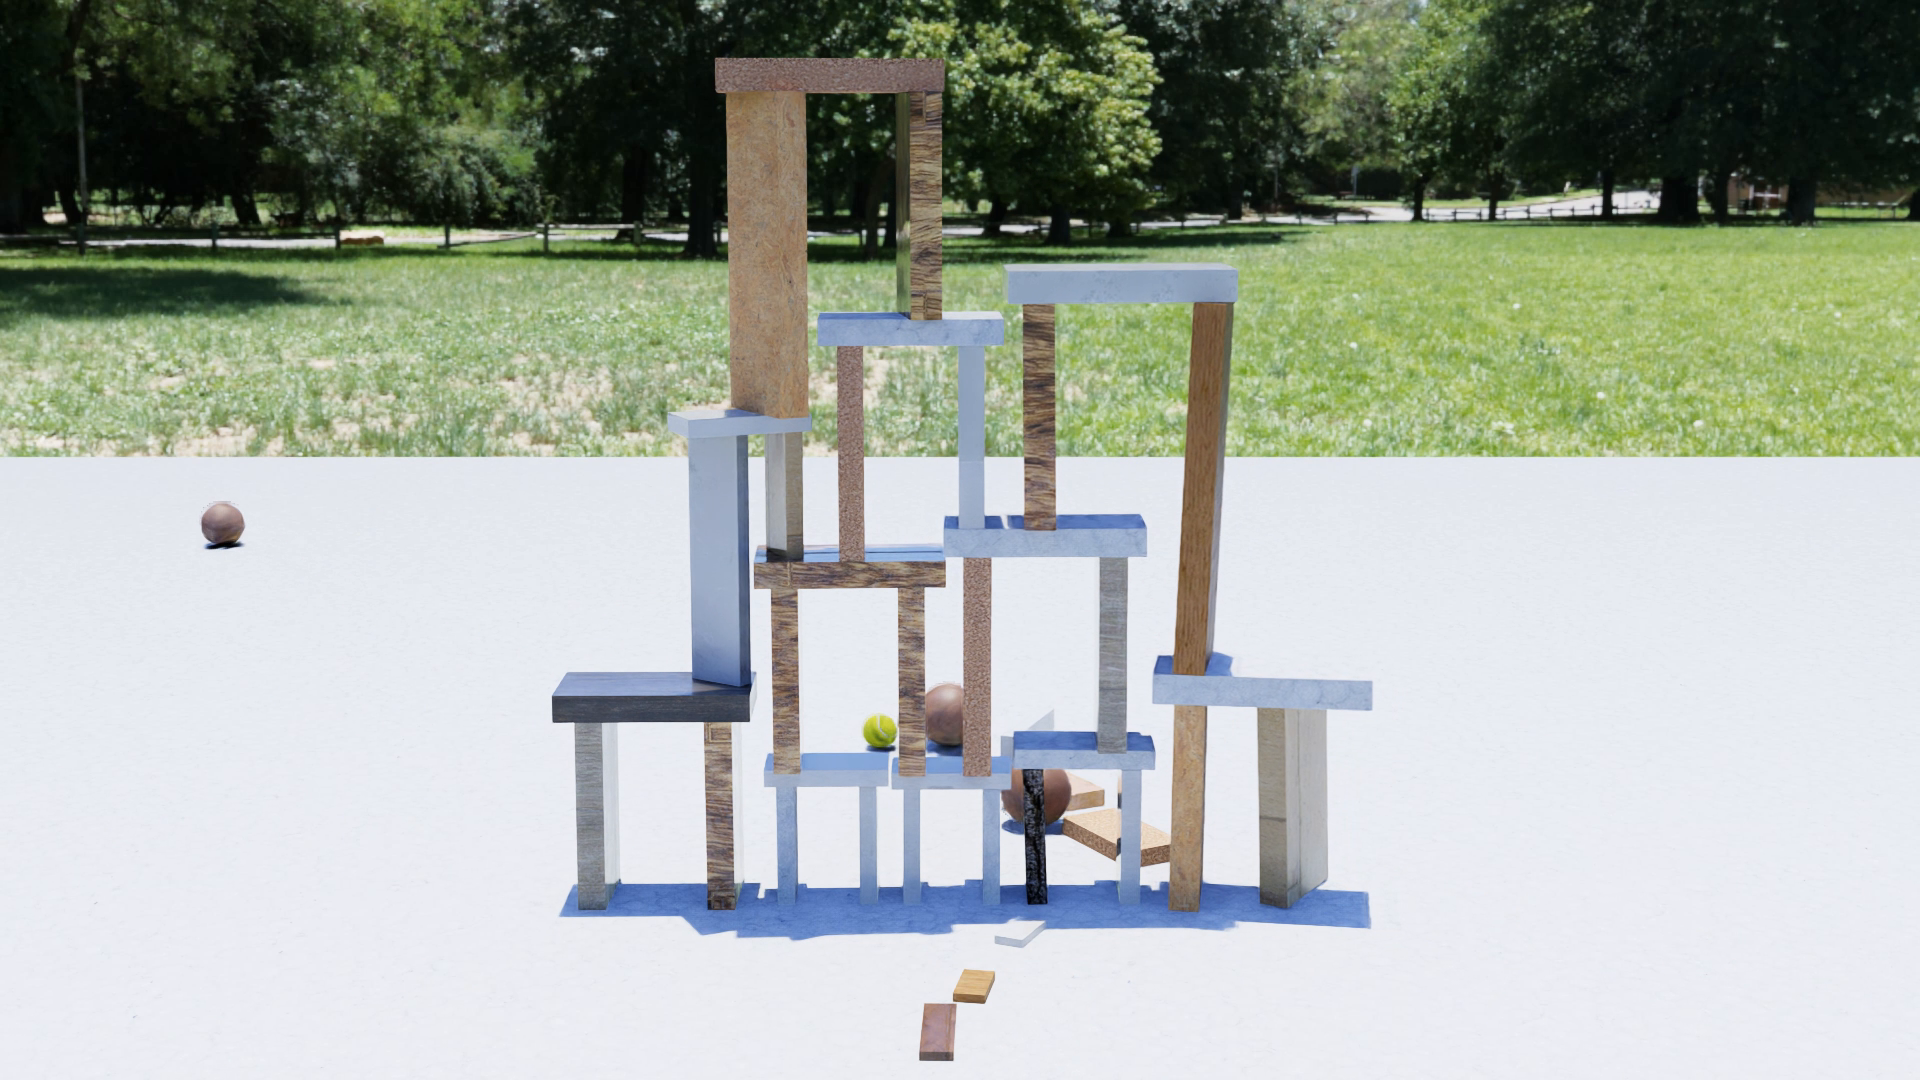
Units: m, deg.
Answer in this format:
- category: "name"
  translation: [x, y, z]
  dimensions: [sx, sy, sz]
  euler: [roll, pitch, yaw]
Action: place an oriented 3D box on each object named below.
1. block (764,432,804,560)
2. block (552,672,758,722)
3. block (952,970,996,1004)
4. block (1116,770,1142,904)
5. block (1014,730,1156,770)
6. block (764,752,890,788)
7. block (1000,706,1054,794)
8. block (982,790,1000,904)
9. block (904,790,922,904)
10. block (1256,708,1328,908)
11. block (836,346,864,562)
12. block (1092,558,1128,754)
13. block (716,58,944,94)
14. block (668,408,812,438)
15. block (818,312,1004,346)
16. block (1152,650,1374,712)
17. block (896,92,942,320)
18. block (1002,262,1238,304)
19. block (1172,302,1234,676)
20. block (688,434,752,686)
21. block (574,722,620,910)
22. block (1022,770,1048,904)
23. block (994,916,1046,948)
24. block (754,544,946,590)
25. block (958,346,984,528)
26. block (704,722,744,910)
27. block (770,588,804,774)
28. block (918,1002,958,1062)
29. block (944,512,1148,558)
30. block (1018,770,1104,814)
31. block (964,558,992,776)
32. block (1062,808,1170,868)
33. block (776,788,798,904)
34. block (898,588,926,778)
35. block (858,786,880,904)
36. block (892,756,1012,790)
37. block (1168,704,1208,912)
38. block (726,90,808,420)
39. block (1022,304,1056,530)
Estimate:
- category: "block"
  translation: [-0.283, -0.079, 3.539]
  dimensions: [0.029, 0.204, 0.102]
  euler: [-4, 11, -23]
- category: "block"
  translation: [-0.497, 0.257, 3.604]
  dimensions: [0.317, 0.045, 0.158]
  euler: [0, 11, -1]
- category: "block"
  translation: [0.021, 0.660, 3.254]
  dimensions: [0.048, 0.014, 0.095]
  euler: [2, 11, 10]
- category: "block"
  translation: [0.280, 0.477, 3.651]
  dimensions: [0.033, 0.230, 0.115]
  euler: [0, 11, 0]
- category: "block"
  translation: [0.204, 0.347, 3.629]
  dimensions: [0.229, 0.033, 0.115]
  euler: [0, 11, 0]
- category: "block"
  translation: [-0.219, 0.378, 3.622]
  dimensions: [0.202, 0.029, 0.101]
  euler: [0, 11, -1]
- category: "block"
  translation: [0.130, 0.401, 4.206]
  dimensions: [0.032, 0.112, 0.223]
  euler: [4, 11, 21]
- category: "block"
  translation: [0.052, 0.494, 3.647]
  dimensions: [0.028, 0.196, 0.098]
  euler: [0, 11, 0]
- category: "block"
  translation: [-0.079, 0.494, 3.648]
  dimensions: [0.028, 0.196, 0.098]
  euler: [0, 11, 0]
- category: "block"
  translation: [0.554, 0.415, 3.653]
  dimensions: [0.049, 0.347, 0.174]
  euler: [4, 11, 32]
- category: "block"
  translation: [-0.175, -0.147, 3.529]
  dimensions: [0.041, 0.342, 0.145]
  euler: [-1, 11, -3]
- category: "block"
  translation: [0.246, 0.172, 3.599]
  dimensions: [0.046, 0.323, 0.162]
  euler: [0, 10, 0]
- category: "block"
  translation: [-0.204, -0.722, 3.424]
  dimensions: [0.347, 0.049, 0.174]
  euler: [-1, 11, -5]
- category: "block"
  translation: [-0.349, -0.187, 3.480]
  dimensions: [0.204, 0.029, 0.102]
  euler: [-5, 12, -25]
- category: "block"
  translation: [-0.079, -0.337, 3.498]
  dimensions: [0.291, 0.041, 0.145]
  euler: [0, 11, -2]
- category: "block"
  translation: [0.493, 0.227, 3.579]
  dimensions: [0.347, 0.049, 0.174]
  euler: [1, 11, 9]
- category: "block"
  translation: [-0.065, -0.527, 3.458]
  dimensions: [0.049, 0.347, 0.174]
  euler: [-2, 11, -9]
- category: "block"
  translation: [0.250, -0.408, 3.488]
  dimensions: [0.356, 0.050, 0.178]
  euler: [-1, 11, -2]
- category: "block"
  translation: [0.392, -0.091, 3.536]
  dimensions: [0.050, 0.591, 0.178]
  euler: [4, 11, 11]
- category: "block"
  translation: [-0.391, 0.024, 3.580]
  dimensions: [0.102, 0.422, 0.029]
  euler: [7, 12, 33]
- category: "block"
  translation: [-0.599, 0.434, 3.640]
  dimensions: [0.045, 0.317, 0.158]
  euler: [1, 11, 0]
- category: "block"
  translation: [0.124, 0.476, 3.651]
  dimensions: [0.033, 0.229, 0.115]
  euler: [-2, 11, 0]
- category: "block"
  translation: [0.095, 0.619, 3.475]
  dimensions: [0.048, 0.014, 0.095]
  euler: [5, 12, 24]
- category: "block"
  translation: [-0.178, 0.042, 3.565]
  dimensions: [0.305, 0.043, 0.153]
  euler: [0, 11, -3]
- category: "block"
  translation: [0.019, -0.174, 3.533]
  dimensions: [0.041, 0.291, 0.145]
  euler: [0, 11, 1]
- category: "block"
  translation: [-0.390, 0.434, 3.640]
  dimensions: [0.045, 0.317, 0.158]
  euler: [0, 11, 0]
- category: "block"
  translation: [-0.281, 0.214, 3.593]
  dimensions: [0.043, 0.305, 0.153]
  euler: [0, 11, -2]
- category: "block"
  translation: [-0.030, 0.691, 3.091]
  dimensions: [0.048, 0.014, 0.170]
  euler: [0, 11, 1]
- category: "block"
  translation: [0.136, -0.010, 3.566]
  dimensions: [0.323, 0.046, 0.162]
  euler: [0, 11, 0]
- category: "block"
  translation: [0.171, 0.472, 4.217]
  dimensions: [0.112, 0.032, 0.223]
  euler: [-6, 12, -28]
- category: "block"
  translation: [0.028, 0.191, 3.604]
  dimensions: [0.046, 0.361, 0.162]
  euler: [0, 11, 0]
- category: "block"
  translation: [0.288, 0.529, 3.911]
  dimensions: [0.112, 0.032, 0.223]
  euler: [-6, 12, -28]
- category: "block"
  translation: [-0.286, 0.491, 3.647]
  dimensions: [0.029, 0.203, 0.101]
  euler: [0, 11, -1]
- category: "block"
  translation: [-0.078, 0.216, 3.602]
  dimensions: [0.043, 0.312, 0.153]
  euler: [0, 11, 0]
- category: "block"
  translation: [-0.150, 0.491, 3.648]
  dimensions: [0.029, 0.203, 0.101]
  euler: [0, 11, 0]
- category: "block"
  translation: [-0.014, 0.384, 3.628]
  dimensions: [0.196, 0.028, 0.098]
  euler: [0, 11, 0]
- category: "block"
  translation: [0.379, 0.419, 3.637]
  dimensions: [0.049, 0.347, 0.174]
  euler: [2, 11, 8]
- category: "block"
  translation: [-0.302, -0.447, 3.440]
  dimensions: [0.049, 0.497, 0.174]
  euler: [-6, 12, -31]
- category: "block"
  translation: [0.127, -0.206, 3.522]
  dimensions: [0.050, 0.356, 0.178]
  euler: [0, 11, 2]
